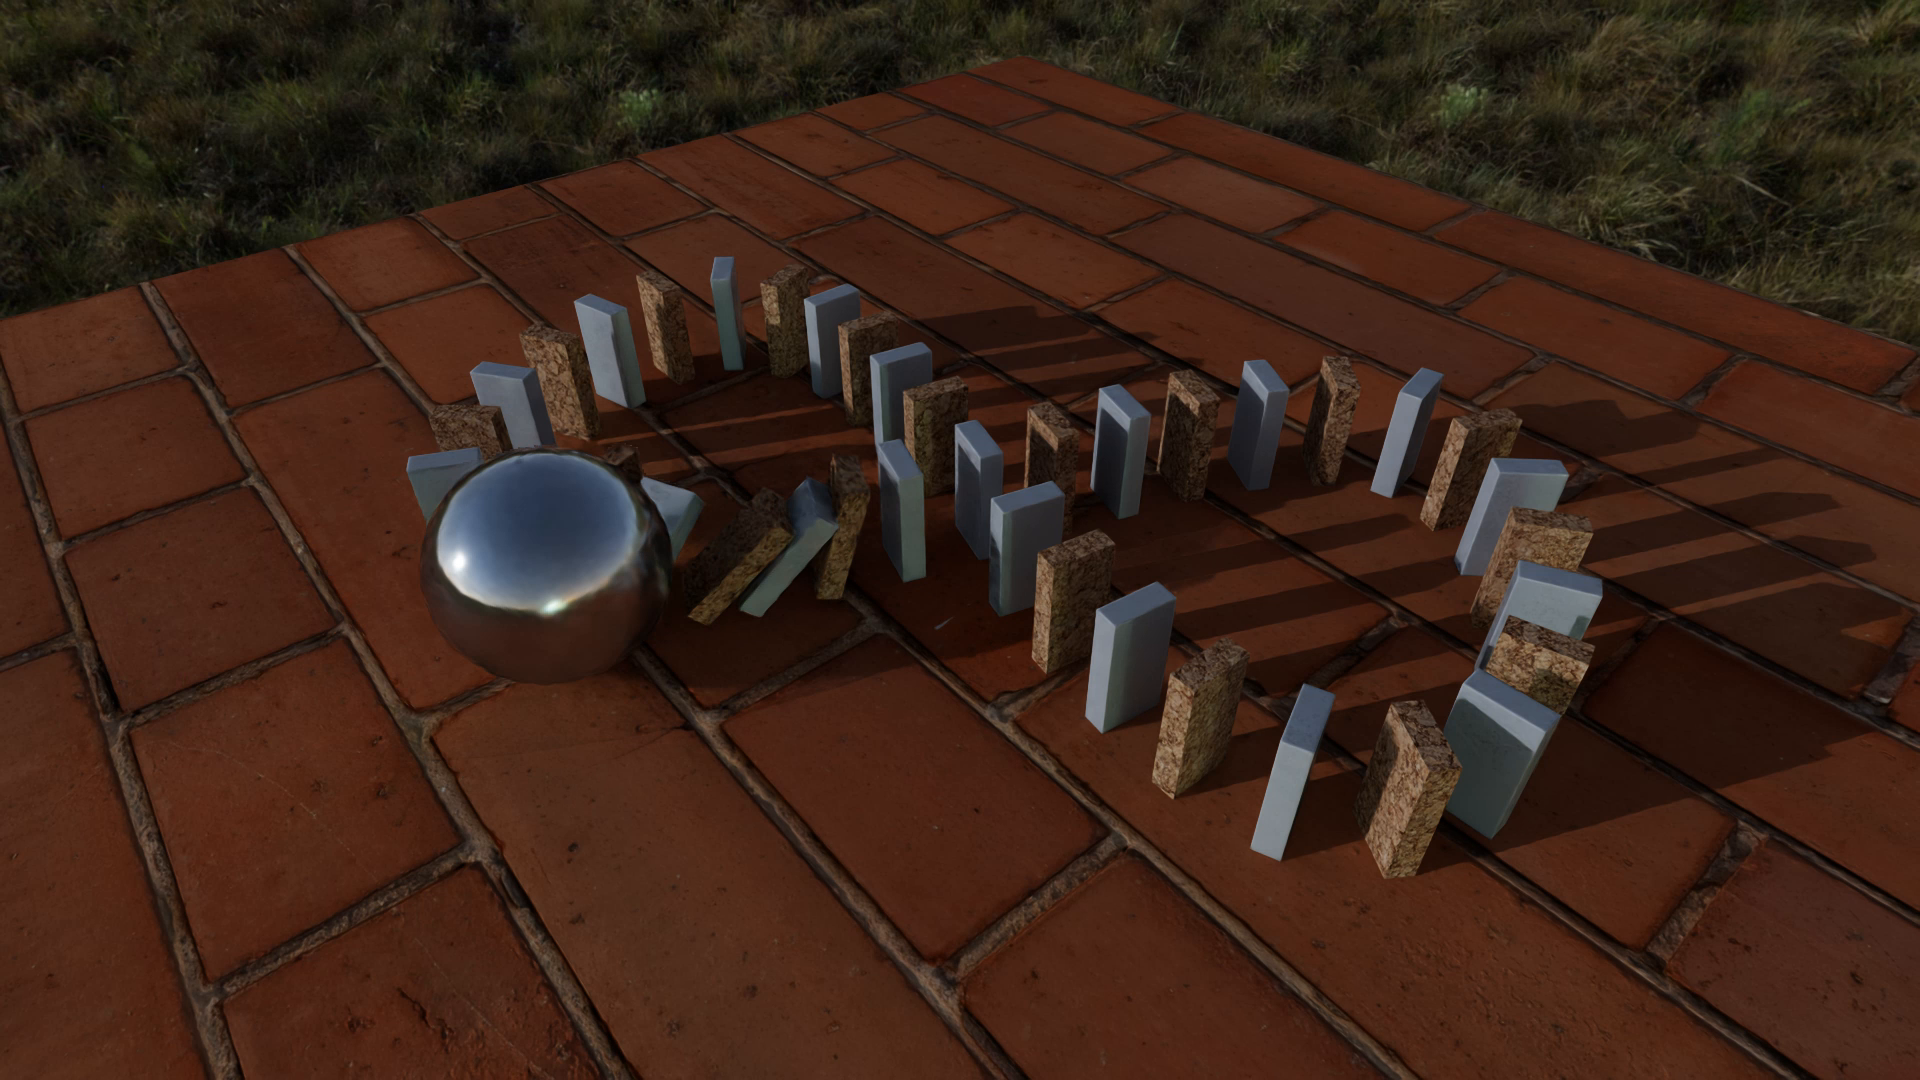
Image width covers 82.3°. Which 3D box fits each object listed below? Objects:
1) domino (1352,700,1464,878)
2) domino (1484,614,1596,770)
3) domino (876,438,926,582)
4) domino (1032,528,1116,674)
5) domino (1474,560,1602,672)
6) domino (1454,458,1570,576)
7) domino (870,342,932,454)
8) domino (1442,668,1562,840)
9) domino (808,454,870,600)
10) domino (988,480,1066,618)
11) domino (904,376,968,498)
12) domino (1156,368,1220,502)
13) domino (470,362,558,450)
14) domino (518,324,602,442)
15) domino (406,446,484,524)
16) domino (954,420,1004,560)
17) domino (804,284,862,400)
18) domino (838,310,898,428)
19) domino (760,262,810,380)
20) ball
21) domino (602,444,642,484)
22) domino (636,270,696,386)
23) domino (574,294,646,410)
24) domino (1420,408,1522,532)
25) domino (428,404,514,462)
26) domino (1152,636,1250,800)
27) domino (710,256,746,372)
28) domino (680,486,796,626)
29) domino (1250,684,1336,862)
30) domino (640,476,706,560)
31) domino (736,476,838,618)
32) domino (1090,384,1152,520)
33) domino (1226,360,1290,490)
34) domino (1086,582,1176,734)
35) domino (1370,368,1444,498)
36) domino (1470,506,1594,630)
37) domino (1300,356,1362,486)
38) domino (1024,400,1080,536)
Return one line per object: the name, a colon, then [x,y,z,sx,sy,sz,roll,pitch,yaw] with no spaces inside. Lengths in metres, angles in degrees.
domino: [0.130,0.073,0.322,0.010,0.050,0.025,-4,39,-5]
domino: [0.179,0.050,0.351,0.025,0.050,0.009,23,45,26]
domino: [-0.022,-0.011,0.425,0.010,0.050,0.025,-15,42,-17]
domino: [0.039,0.022,0.385,0.025,0.050,0.010,-20,44,-23]
domino: [0.195,0.032,0.373,0.025,0.050,0.010,15,42,18]
domino: [0.210,-0.008,0.421,0.025,0.050,0.010,2,39,3]
domino: [-0.025,-0.060,0.485,0.025,0.050,0.010,-19,43,-22]
domino: [0.159,0.065,0.332,0.010,0.050,0.025,-29,48,-31]
domino: [-0.047,-0.005,0.416,0.010,0.050,0.025,4,36,-22]
domino: [0.024,0.004,0.407,0.025,0.050,0.010,-17,42,-19]
domino: [-0.010,-0.042,0.463,0.025,0.050,0.010,-18,43,-21]
domino: [0.096,-0.044,0.465,0.009,0.050,0.025,-13,41,-15]
domino: [-0.191,-0.051,0.474,0.025,0.050,0.009,9,40,11]
domino: [-0.180,-0.071,0.498,0.025,0.050,0.010,15,42,18]
domino: [-0.192,-0.011,0.425,0.025,0.050,0.010,-10,40,-12]
domino: [0.007,-0.019,0.435,0.010,0.050,0.025,-15,42,-17]
domino: [-0.060,-0.095,0.527,0.025,0.050,0.010,-29,47,-30]
domino: [-0.041,-0.078,0.507,0.025,0.050,0.010,-21,44,-24]
domino: [-0.084,-0.108,0.543,0.010,0.050,0.025,20,43,22]
ball: [-0.138,0.009,0.371,0.080,0.080,0.080,0,39,0]
domino: [-0.151,-0.015,0.449,0.010,0.025,0.050,20,44,24]
domino: [-0.144,-0.104,0.538,0.010,0.050,0.025,-29,47,-31]
domino: [-0.165,-0.089,0.520,0.025,0.050,0.009,24,45,26]
domino: [0.206,-0.028,0.446,0.025,0.050,0.010,-11,41,-13]
domino: [-0.196,-0.031,0.450,0.025,0.050,0.010,1,39,1]
domino: [0.075,0.056,0.343,0.025,0.050,0.010,-27,47,-29]
domino: [-0.115,-0.113,0.549,0.009,0.050,0.025,-3,39,-4]
domino: [-0.084,0.006,0.411,0.050,0.009,0.025,-44,40,15]
domino: [0.099,0.069,0.327,0.009,0.050,0.025,19,43,22]
domino: [-0.122,0.002,0.423,0.025,0.009,0.050,17,71,20]
domino: [-0.066,0.003,0.412,0.010,0.050,0.025,27,27,-35]
domino: [0.066,-0.036,0.456,0.009,0.050,0.025,-15,42,-18]
domino: [0.127,-0.049,0.471,0.009,0.050,0.025,-7,40,-8]
domino: [0.056,0.039,0.363,0.025,0.050,0.009,-22,44,-25]
domino: [0.189,-0.045,0.467,0.009,0.050,0.025,27,46,29]
domino: [0.205,0.012,0.396,0.025,0.050,0.010,9,40,11]
domino: [0.159,-0.051,0.474,0.009,0.050,0.025,1,39,1]
domino: [0.037,-0.028,0.446,0.009,0.050,0.025,-16,42,-19]
